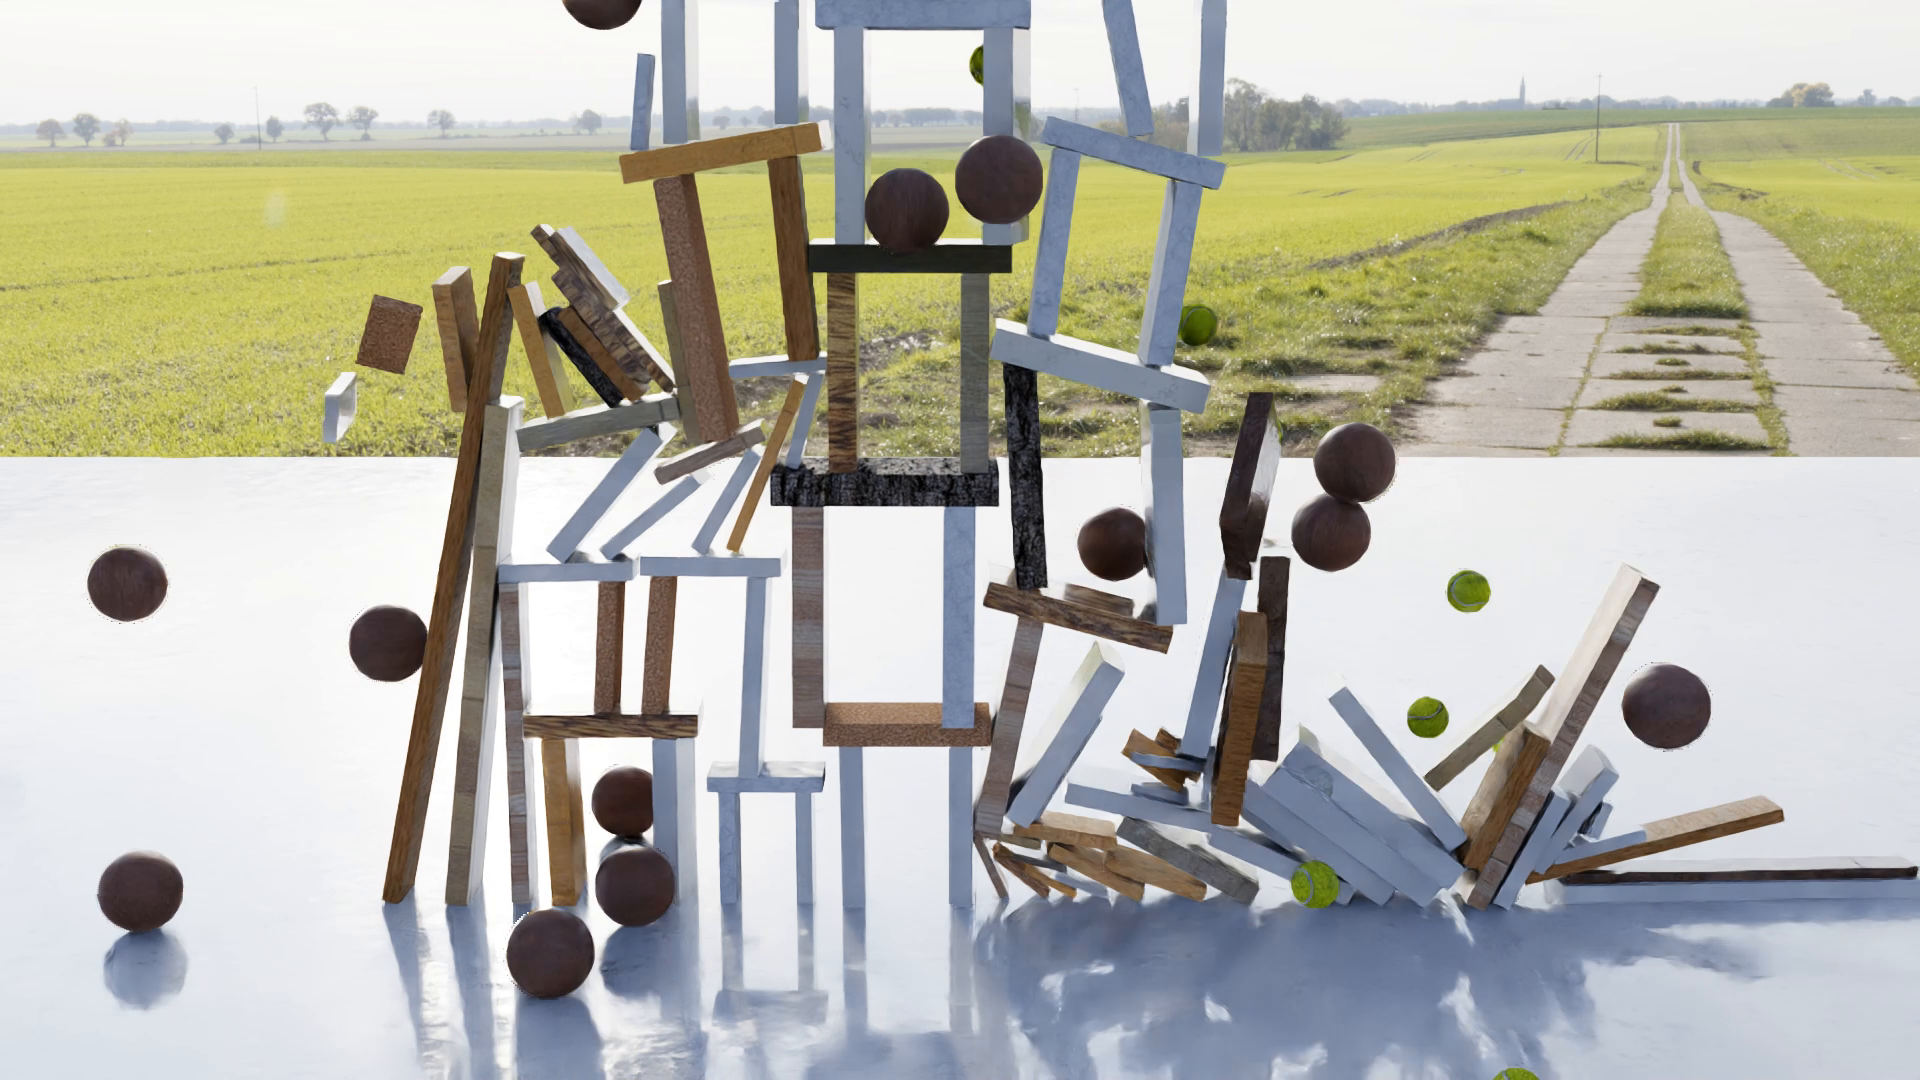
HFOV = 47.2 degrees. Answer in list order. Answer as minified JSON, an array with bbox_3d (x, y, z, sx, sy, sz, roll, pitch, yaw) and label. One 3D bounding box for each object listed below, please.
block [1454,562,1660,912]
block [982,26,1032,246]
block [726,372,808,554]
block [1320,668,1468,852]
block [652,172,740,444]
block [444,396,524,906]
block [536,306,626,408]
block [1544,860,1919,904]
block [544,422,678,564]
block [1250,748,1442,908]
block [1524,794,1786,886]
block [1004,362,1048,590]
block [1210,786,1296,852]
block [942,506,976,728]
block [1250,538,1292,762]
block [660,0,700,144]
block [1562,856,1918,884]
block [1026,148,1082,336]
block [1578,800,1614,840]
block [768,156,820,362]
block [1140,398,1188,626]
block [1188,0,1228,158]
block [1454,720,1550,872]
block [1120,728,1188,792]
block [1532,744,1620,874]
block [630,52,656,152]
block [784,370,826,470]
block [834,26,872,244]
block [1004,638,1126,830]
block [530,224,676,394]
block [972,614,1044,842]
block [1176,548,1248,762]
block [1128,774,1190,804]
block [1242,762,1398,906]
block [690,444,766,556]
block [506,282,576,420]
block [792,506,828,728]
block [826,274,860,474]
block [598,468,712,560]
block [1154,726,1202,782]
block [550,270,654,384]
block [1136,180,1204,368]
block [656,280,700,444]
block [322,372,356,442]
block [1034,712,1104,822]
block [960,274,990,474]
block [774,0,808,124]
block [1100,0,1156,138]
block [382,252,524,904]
[{"bbox_3d":[0.967,0.321,3.586,0.034,0.601,0.121,25,10,-3],"label":"block"},{"bbox_3d":[0.073,-0.629,3.428,0.046,0.327,0.163,2,11,11],"label":"block"},{"bbox_3d":[-0.309,-0.124,3.538,0.022,0.296,0.078,22,11,-5],"label":"block"},{"bbox_3d":[0.715,0.362,3.630,0.038,0.324,0.135,-38,4,9],"label":"block"},{"bbox_3d":[-0.417,-0.370,3.493,0.044,0.417,0.156,-9,11,3],"label":"block"},{"bbox_3d":[-0.778,0.182,3.598,0.037,0.829,0.131,7,10,-1],"label":"block"},{"bbox_3d":[-0.598,-0.292,3.501,0.026,0.181,0.090,-38,8,5],"label":"block"},{"bbox_3d":[1.398,0.571,3.690,0.815,0.029,0.104,-1,11,-3],"label":"block"},{"bbox_3d":[-0.563,-0.082,3.557,0.037,0.261,0.131,40,10,-5],"label":"block"},{"bbox_3d":[0.637,0.466,3.640,0.337,0.048,0.168,36,10,-5],"label":"block"},{"bbox_3d":[1.141,0.499,3.665,0.447,0.023,0.080,-13,11,-2],"label":"block"},{"bbox_3d":[0.105,-0.109,3.525,0.049,0.344,0.172,-3,11,0],"label":"block"},{"bbox_3d":[0.487,0.453,3.653,0.159,0.023,0.080,36,8,-11],"label":"block"},{"bbox_3d":[-0.002,0.108,3.577,0.051,0.360,0.180,0,11,0],"label":"block"},{"bbox_3d":[0.510,0.178,3.613,0.048,0.337,0.168,4,10,9],"label":"block"},{"bbox_3d":[-0.433,-0.749,3.405,0.037,0.263,0.131,1,12,2],"label":"block"},{"bbox_3d":[1.299,0.551,3.673,0.590,0.017,0.060,-1,11,-4],"label":"block"},{"bbox_3d":[0.147,-0.470,3.463,0.040,0.283,0.142,8,9,-1],"label":"block"},{"bbox_3d":[1.035,0.456,3.606,0.017,0.060,0.121,25,-2,2],"label":"block"},{"bbox_3d":[-0.261,-0.446,3.469,0.044,0.311,0.156,-5,11,-1],"label":"block"},{"bbox_3d":[0.327,-0.050,3.537,0.049,0.344,0.172,-3,11,0],"label":"block"},{"bbox_3d":[0.384,-0.732,3.413,0.038,0.269,0.135,1,9,0],"label":"block"},{"bbox_3d":[0.881,0.413,3.594,0.034,0.241,0.121,25,9,-2],"label":"block"},{"bbox_3d":[0.320,0.361,3.607,0.115,0.016,0.058,35,33,-2],"label":"block"},{"bbox_3d":[0.996,0.442,3.614,0.029,0.208,0.104,31,15,-8],"label":"block"},{"bbox_3d":[-0.495,-0.683,3.431,0.021,0.149,0.074,6,11,-2],"label":"block"},{"bbox_3d":[-0.247,-0.196,3.517,0.022,0.156,0.078,16,11,-3],"label":"block"},{"bbox_3d":[-0.167,-0.631,3.435,0.046,0.327,0.163,1,11,1],"label":"block"},{"bbox_3d":[0.169,0.316,3.614,0.043,0.304,0.152,30,9,-5],"label":"block"},{"bbox_3d":[-0.561,-0.367,3.499,0.021,0.330,0.074,-40,4,6],"label":"block"},{"bbox_3d":[0.078,0.291,3.608,0.043,0.372,0.152,11,11,-2],"label":"block"},{"bbox_3d":[0.415,0.180,3.580,0.043,0.357,0.153,13,-7,4],"label":"block"},{"bbox_3d":[0.326,0.408,3.613,0.097,0.014,0.049,12,13,-1],"label":"block"},{"bbox_3d":[0.582,0.480,3.656,0.307,0.043,0.153,36,10,-5],"label":"block"},{"bbox_3d":[-0.374,-0.069,3.553,0.026,0.186,0.093,31,9,-6],"label":"block"},{"bbox_3d":[-0.665,-0.303,3.497,0.030,0.212,0.106,-16,9,2],"label":"block"},{"bbox_3d":[-0.242,0.108,3.572,0.051,0.360,0.180,0,11,-1],"label":"block"},{"bbox_3d":[-0.185,-0.274,3.507,0.044,0.313,0.157,0,11,-1],"label":"block"},{"bbox_3d":[-0.493,-0.044,3.561,0.199,0.026,0.093,-38,6,10],"label":"block"},{"bbox_3d":[0.365,0.357,3.660,0.097,0.049,0.014,32,15,17],"label":"block"},{"bbox_3d":[-0.567,-0.340,3.510,0.025,0.211,0.087,-40,-6,6],"label":"block"},{"bbox_3d":[0.330,-0.421,3.470,0.040,0.283,0.142,9,9,-3],"label":"block"},{"bbox_3d":[-0.439,-0.286,3.495,0.026,0.254,0.090,-9,11,3],"label":"block"},{"bbox_3d":[-1.117,-0.240,3.963,0.025,0.087,0.175,6,16,-7],"label":"block"},{"bbox_3d":[0.173,0.368,3.628,0.016,0.208,0.058,31,9,-6],"label":"block"},{"bbox_3d":[0.023,-0.273,3.508,0.044,0.313,0.157,0,11,0],"label":"block"},{"bbox_3d":[-0.260,-0.776,3.393,0.037,0.263,0.131,1,12,2],"label":"block"},{"bbox_3d":[0.234,-0.863,3.390,0.041,0.481,0.144,-11,9,4],"label":"block"},{"bbox_3d":[-0.825,0.068,3.574,0.030,1.079,0.106,12,10,-2],"label":"block"}]
